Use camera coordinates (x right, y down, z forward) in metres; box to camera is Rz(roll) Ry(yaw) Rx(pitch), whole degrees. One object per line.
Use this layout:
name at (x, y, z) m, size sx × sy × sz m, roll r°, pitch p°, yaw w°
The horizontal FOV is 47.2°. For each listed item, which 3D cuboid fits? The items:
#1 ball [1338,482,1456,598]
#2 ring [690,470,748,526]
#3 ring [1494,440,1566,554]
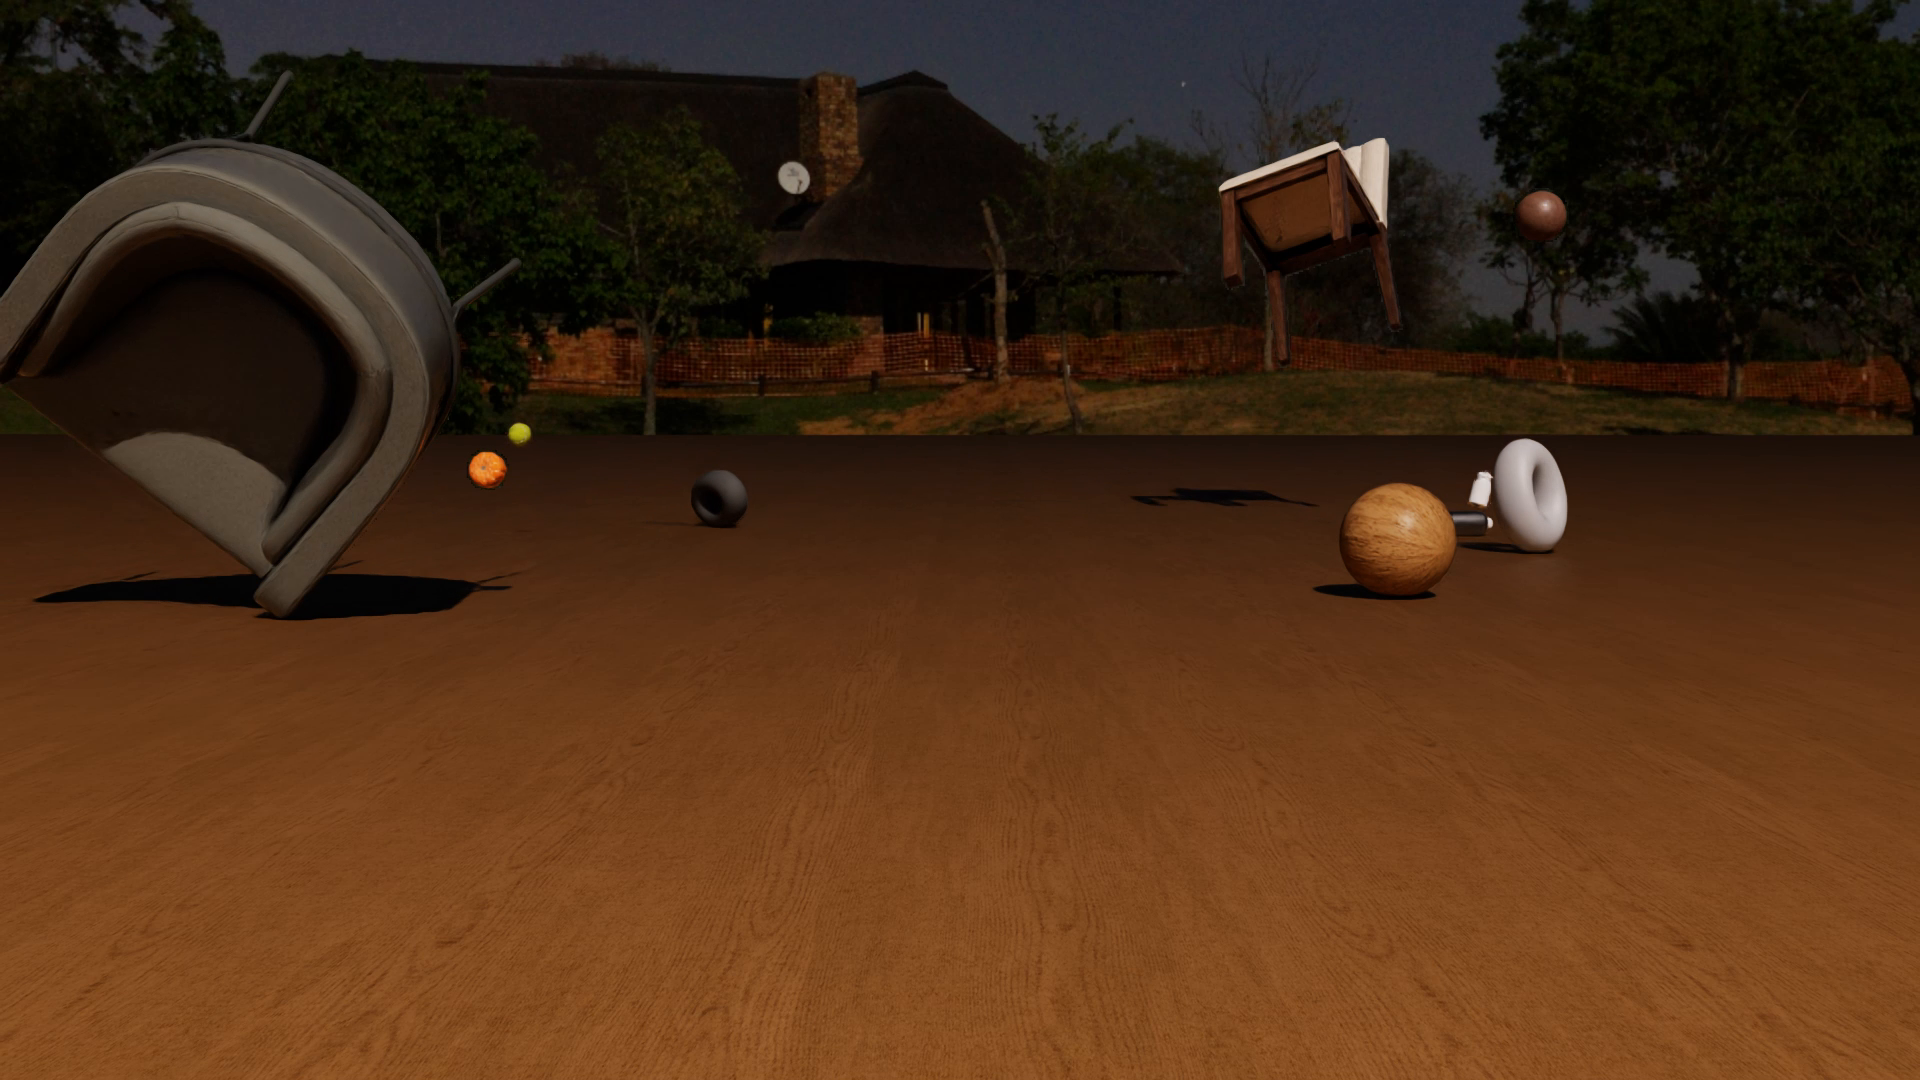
ball at (0.941, 0.000, 4.727) m, size 0.249 × 0.249 × 0.249 m, roll 0°, pitch 4°, yaw 0°
ring at (-0.782, -0.135, 7.134) m, size 0.092 × 0.187 × 0.266 m, roll -31°, pitch 6°, yaw -35°
ring at (1.566, -0.120, 6.040) m, size 0.227 × 0.321 × 0.119 m, roll 1°, pitch -13°, yaw -40°
